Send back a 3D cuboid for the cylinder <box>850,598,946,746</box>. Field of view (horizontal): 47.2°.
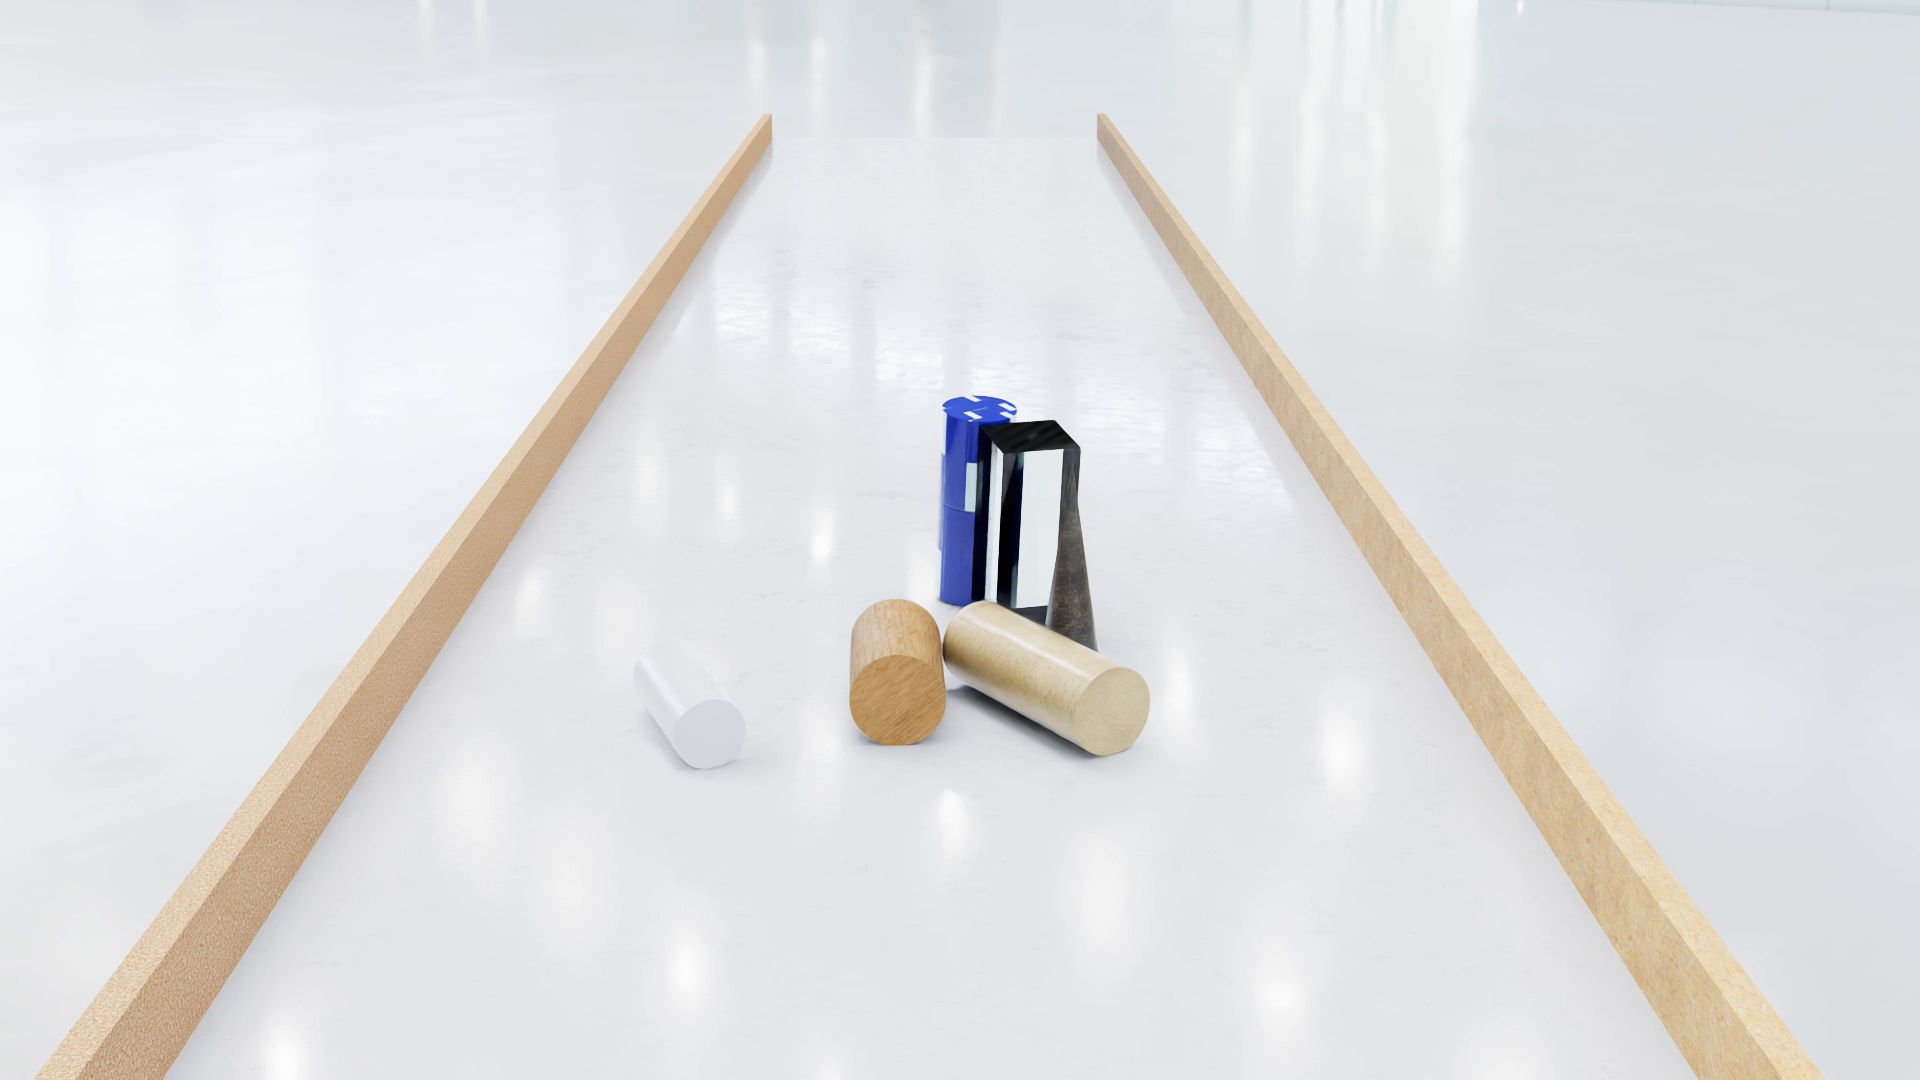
[{"bbox_3d":[-0.118,0.242,4.106,0.175,0.175,0.324,-1,17,-2],"label":"cylinder"}]

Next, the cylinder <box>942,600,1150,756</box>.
[{"bbox_3d":[0.154,0.251,4.091,0.166,0.166,0.446,-10,19,-31],"label":"cylinder"}]

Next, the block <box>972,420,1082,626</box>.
[{"bbox_3d":[0.135,-0.030,4.595,0.167,0.400,0.167,-5,25,-16],"label":"block"}]

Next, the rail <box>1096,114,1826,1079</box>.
[{"bbox_3d":[0.932,-0.844,7.801,0.050,0.150,12.000,0,17,-1],"label":"rail"}]

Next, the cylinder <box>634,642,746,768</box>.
[{"bbox_3d":[-0.495,0.297,4.001,0.130,0.130,0.326,-6,18,-20],"label":"cylinder"}]

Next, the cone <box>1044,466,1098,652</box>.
[{"bbox_3d":[0.220,0.041,4.370,0.121,0.409,0.121,0,17,0],"label":"cone"}]

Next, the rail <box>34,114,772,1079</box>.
[{"bbox_3d":[-1.118,-0.838,7.780,0.050,0.150,12.000,0,17,-1],"label":"rail"}]

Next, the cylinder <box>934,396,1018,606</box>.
[{"bbox_3d":[0.033,-0.082,4.725,0.160,0.427,0.160,2,24,-1],"label":"cylinder"}]
